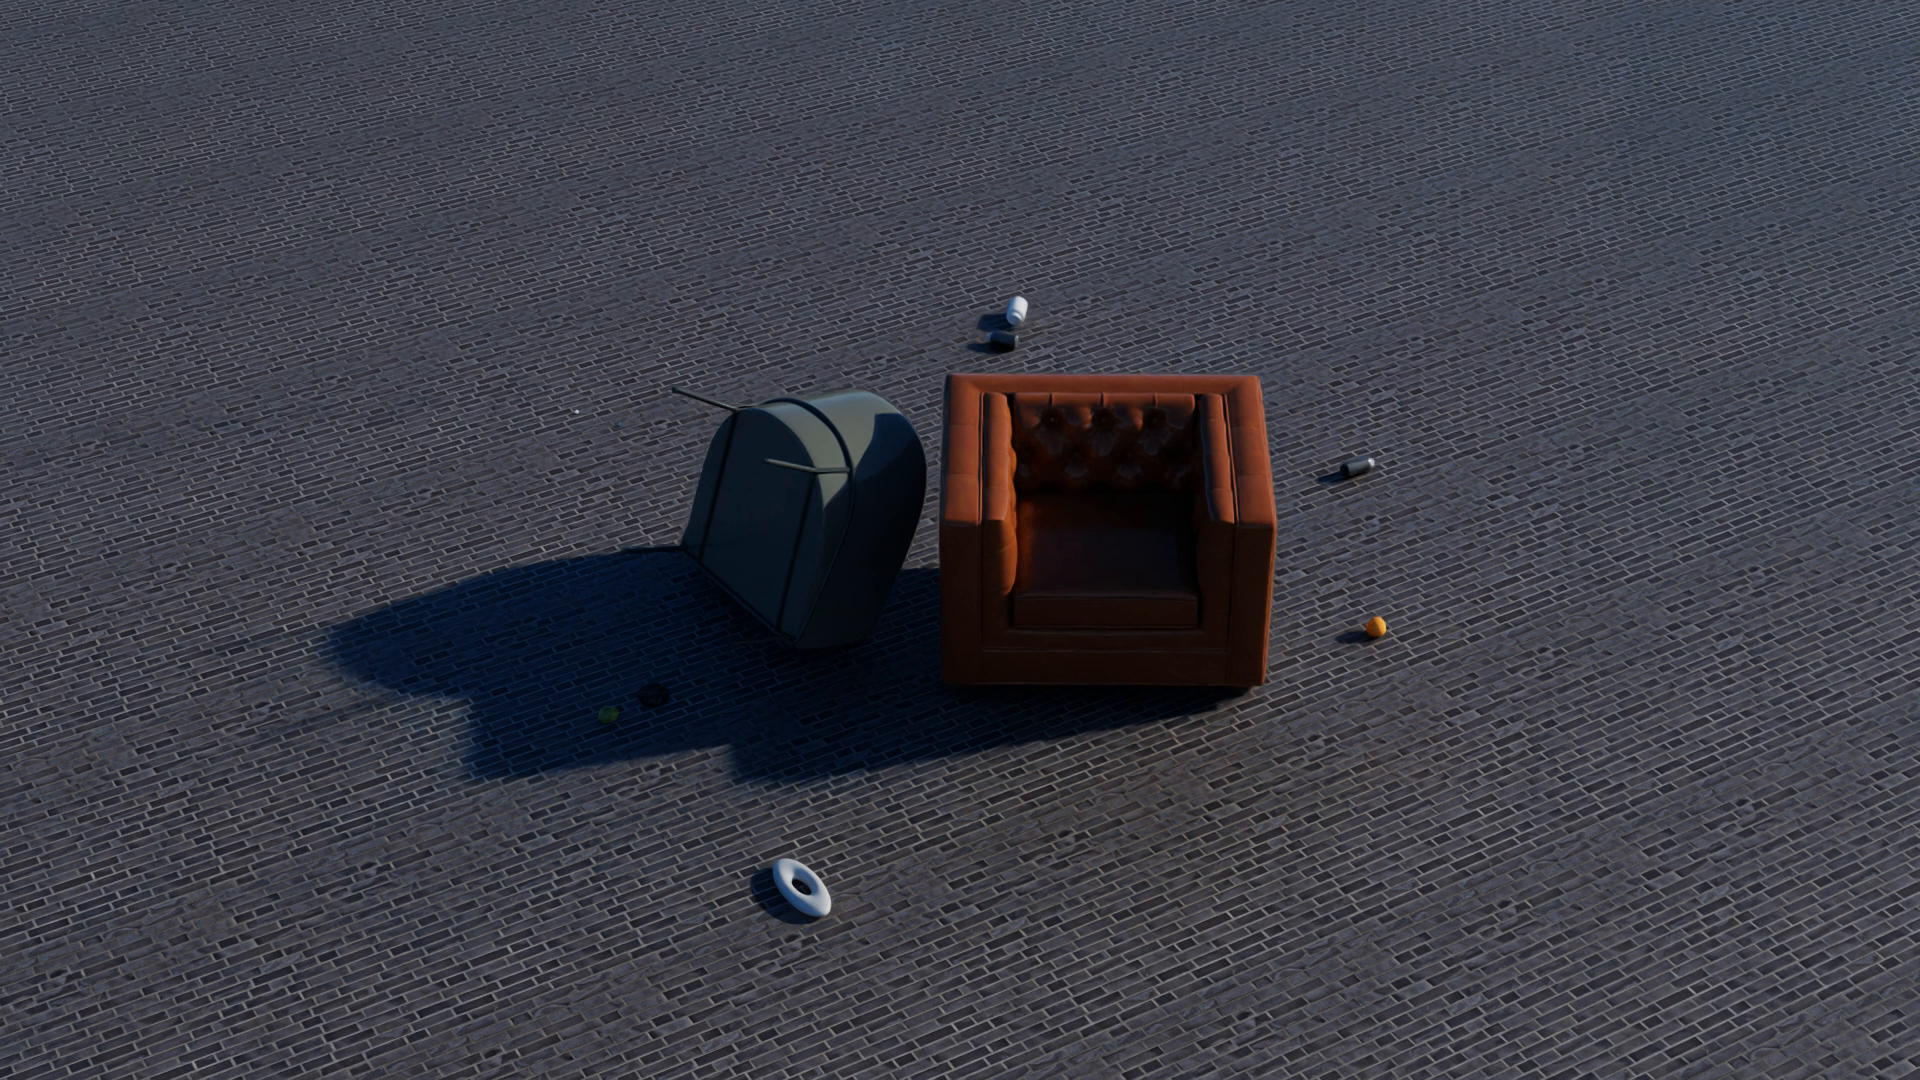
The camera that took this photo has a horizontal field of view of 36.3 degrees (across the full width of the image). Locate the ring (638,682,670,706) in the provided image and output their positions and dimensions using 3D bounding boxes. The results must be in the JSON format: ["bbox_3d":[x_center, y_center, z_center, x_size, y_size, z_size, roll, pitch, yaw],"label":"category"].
[{"bbox_3d":[-1.056,0.533,10.101,0.110,0.038,0.113,-13,37,-17],"label":"ring"}]

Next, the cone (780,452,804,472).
[{"bbox_3d":[-0.671,-0.286,11.350,0.122,0.070,0.077,18,62,31],"label":"cone"}]

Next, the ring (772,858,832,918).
[{"bbox_3d":[-0.499,1.095,9.240,0.133,0.047,0.309,-19,37,-24],"label":"ring"}]
